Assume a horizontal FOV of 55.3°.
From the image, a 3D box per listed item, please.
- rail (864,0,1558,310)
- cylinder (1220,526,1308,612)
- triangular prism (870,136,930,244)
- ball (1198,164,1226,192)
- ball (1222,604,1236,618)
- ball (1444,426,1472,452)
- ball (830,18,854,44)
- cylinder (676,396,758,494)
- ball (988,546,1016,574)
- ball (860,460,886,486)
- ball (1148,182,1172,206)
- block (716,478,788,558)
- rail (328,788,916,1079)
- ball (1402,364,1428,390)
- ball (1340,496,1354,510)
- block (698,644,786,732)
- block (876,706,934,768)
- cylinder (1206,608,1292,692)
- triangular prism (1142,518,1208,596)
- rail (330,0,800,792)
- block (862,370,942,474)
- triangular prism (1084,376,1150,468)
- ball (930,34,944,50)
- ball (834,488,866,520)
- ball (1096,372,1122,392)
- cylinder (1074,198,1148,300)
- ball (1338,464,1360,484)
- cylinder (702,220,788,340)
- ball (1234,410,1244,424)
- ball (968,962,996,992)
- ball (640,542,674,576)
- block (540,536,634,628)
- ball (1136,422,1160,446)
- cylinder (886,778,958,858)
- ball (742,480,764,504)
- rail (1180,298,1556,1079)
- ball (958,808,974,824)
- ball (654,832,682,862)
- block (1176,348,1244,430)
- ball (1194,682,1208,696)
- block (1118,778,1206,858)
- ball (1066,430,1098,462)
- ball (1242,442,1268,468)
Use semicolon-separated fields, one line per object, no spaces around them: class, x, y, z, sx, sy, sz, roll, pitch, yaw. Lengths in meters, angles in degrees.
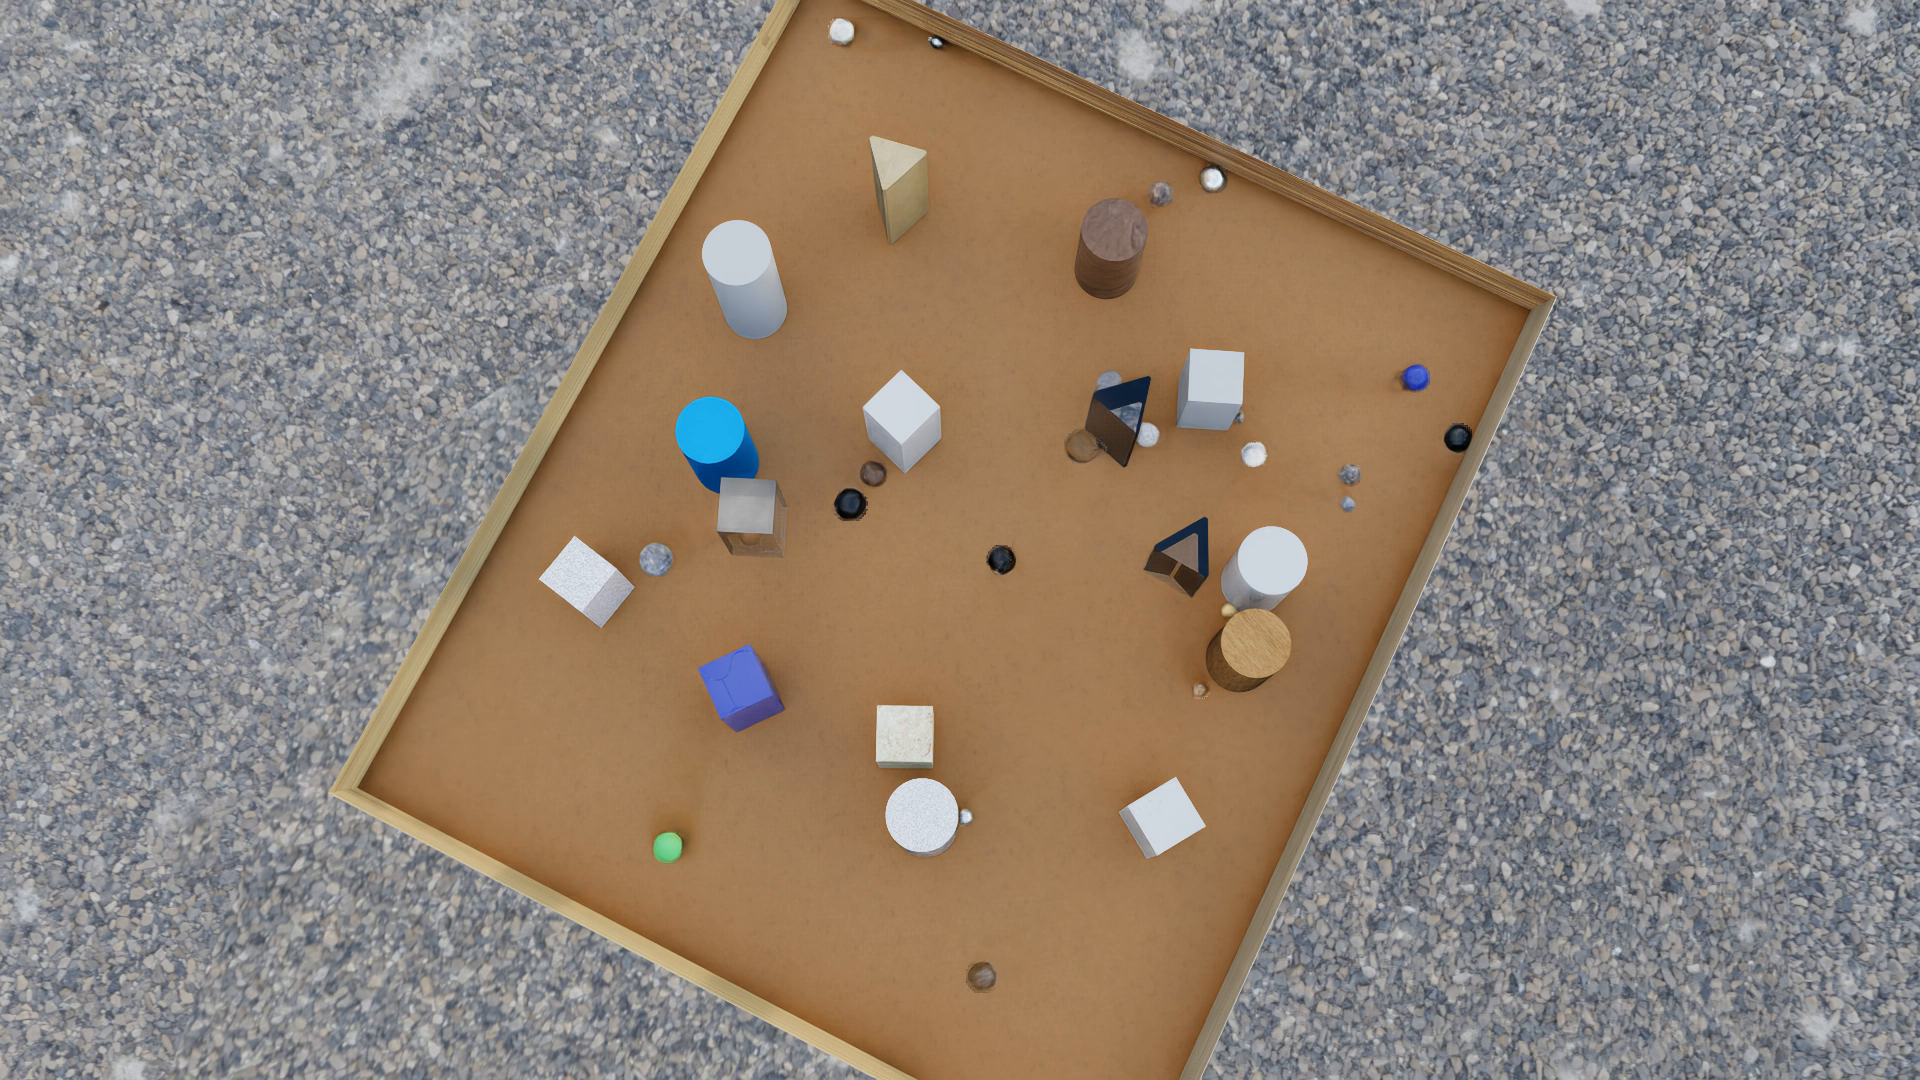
rail;0.661;-1.287;5.816;2.610;0.130;0.045;26;80;5
cylinder;0.895;0.094;5.417;0.200;0.352;0.200;0;78;0
triangular prism;-0.212;-1.094;5.618;0.173;0.442;0.150;-43;81;-8
ball;0.800;-1.146;5.810;0.087;0.087;0.087;0;78;0
ball;0.815;0.215;5.549;0.046;0.046;0.046;0;78;0
ball;1.533;-0.312;5.639;0.083;0.083;0.083;0;78;0
ball;-0.380;-1.642;5.915;0.081;0.081;0.081;0;78;0
cylinder;-0.722;-0.278;5.476;0.200;0.389;0.200;0;78;0
ball;0.127;0.062;5.561;0.083;0.083;0.083;0;78;0
ball;-0.268;-0.204;5.619;0.078;0.078;0.078;0;78;0
ball;0.632;-1.095;5.804;0.078;0.078;0.078;0;78;0
block;-0.614;-0.063;5.448;0.160;0.357;0.160;3;78;1
rail;-0.661;1.300;5.280;2.610;0.130;0.045;26;80;5
ball;1.410;-0.503;5.680;0.079;0.079;0.079;0;78;0
ball;1.187;-0.111;5.618;0.042;0.042;0.042;0;78;0
block;-0.632;0.436;5.336;0.160;0.373;0.160;-25;79;-5
block;-0.159;0.580;5.374;0.160;0.241;0.160;1;78;0
cylinder;0.842;0.327;5.378;0.200;0.335;0.200;0;78;0
triangular prism;0.671;0.033;5.431;0.173;0.349;0.150;30;80;6
rail;-1.146;-0.554;5.664;0.045;0.130;3.001;26;80;5
block;-0.171;-0.351;5.508;0.160;0.355;0.160;44;82;8
triangular prism;0.498;-0.377;5.486;0.173;0.409;0.150;43;81;8
ball;-0.073;-1.611;5.927;0.046;0.046;0.046;0;78;0
ball;-0.335;-0.109;5.591;0.095;0.095;0.095;0;78;0
ball;0.462;-0.484;5.676;0.079;0.079;0.079;0;78;0
cylinder;0.462;-0.891;5.627;0.200;0.341;0.200;0;78;0
ball;1.194;-0.203;5.627;0.062;0.062;0.062;0;78;0
cylinder;-0.644;-0.778;5.524;0.200;0.497;0.200;0;78;0
ball;0.857;-0.385;5.673;0.045;0.045;0.045;0;78;0
ball;0.064;1.264;5.312;0.084;0.084;0.084;0;78;0
ball;-0.920;0.057;5.554;0.100;0.100;0.100;0;78;0
block;-1.103;0.128;5.439;0.160;0.296;0.160;37;81;7
ball;0.576;-0.325;5.646;0.075;0.075;0.075;0;78;0
cylinder;-0.104;0.797;5.226;0.200;0.443;0.200;0;78;0
ball;-0.632;-0.147;5.612;0.070;0.070;0.070;0;78;0
rail;1.146;0.568;5.432;0.045;0.130;3.001;26;80;5
ball;0.017;0.819;5.424;0.045;0.045;0.045;0;78;0
ball;-0.858;0.901;5.386;0.085;0.085;0.085;0;78;0
block;0.757;-0.453;5.558;0.160;0.299;0.160;4;78;1
ball;0.721;0.449;5.502;0.042;0.042;0.042;0;78;0
block;0.580;0.806;5.295;0.160;0.303;0.160;-30;80;-6
ball;0.375;-0.286;5.625;0.099;0.099;0.099;0;78;0
ball;0.904;-0.262;5.631;0.079;0.079;0.079;0;78;0
